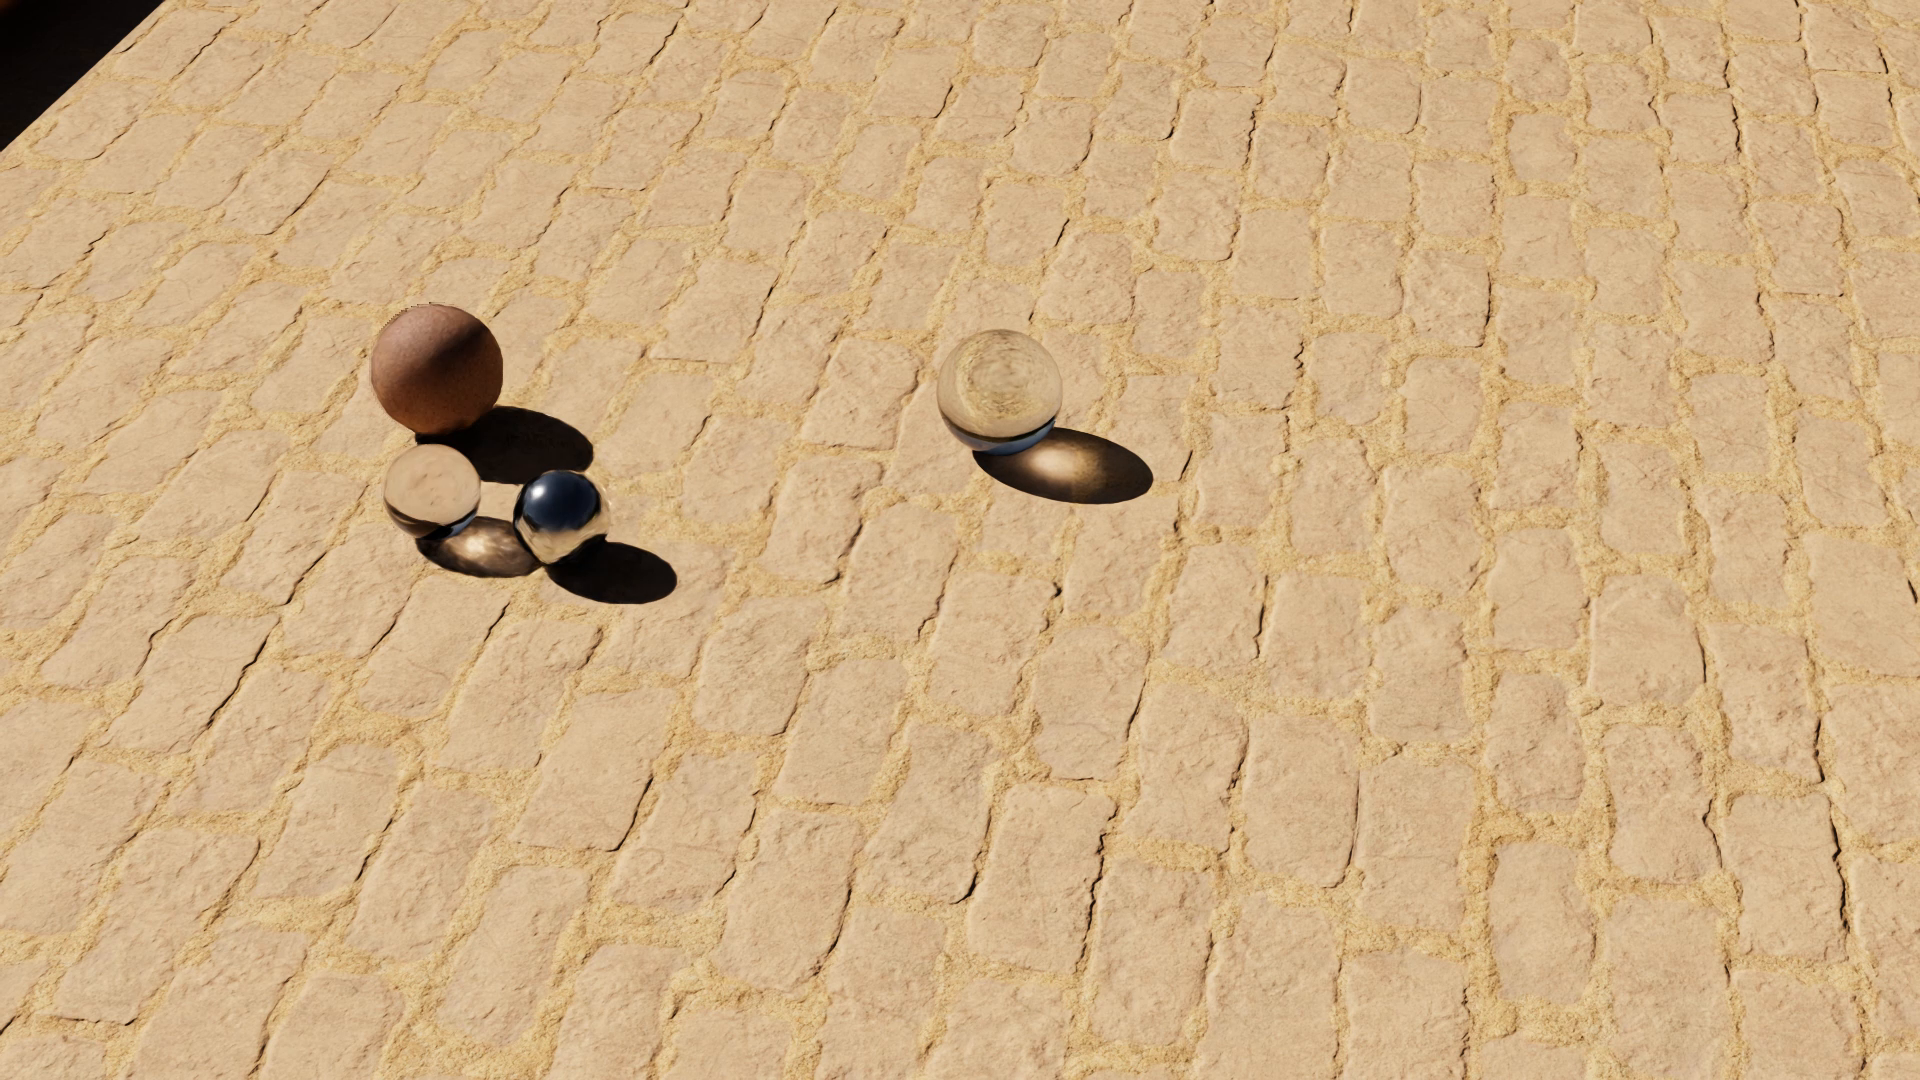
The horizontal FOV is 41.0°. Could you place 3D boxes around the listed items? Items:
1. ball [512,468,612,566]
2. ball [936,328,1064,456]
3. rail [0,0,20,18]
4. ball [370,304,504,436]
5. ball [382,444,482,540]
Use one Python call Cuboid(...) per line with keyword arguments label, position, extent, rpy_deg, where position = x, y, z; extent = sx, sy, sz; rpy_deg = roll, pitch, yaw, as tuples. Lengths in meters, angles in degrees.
Cuboid(label="ball", position=(-0.272, -0.015, 1.750), extent=(0.067, 0.067, 0.067), rpy_deg=(0, 35, 0))
Cuboid(label="ball", position=(0.029, -0.107, 1.858), extent=(0.092, 0.092, 0.092), rpy_deg=(0, 35, 0))
Cuboid(label="rail", position=(-1.051, -0.134, 1.865), extent=(0.045, 0.125, 2.585), rpy_deg=(6, 36, 9))
Cuboid(label="ball", position=(-0.383, -0.124, 1.879), extent=(0.096, 0.096, 0.096), rpy_deg=(0, 35, 0))
Cuboid(label="ball", position=(-0.365, -0.033, 1.775), extent=(0.067, 0.067, 0.067), rpy_deg=(0, 35, 0))
